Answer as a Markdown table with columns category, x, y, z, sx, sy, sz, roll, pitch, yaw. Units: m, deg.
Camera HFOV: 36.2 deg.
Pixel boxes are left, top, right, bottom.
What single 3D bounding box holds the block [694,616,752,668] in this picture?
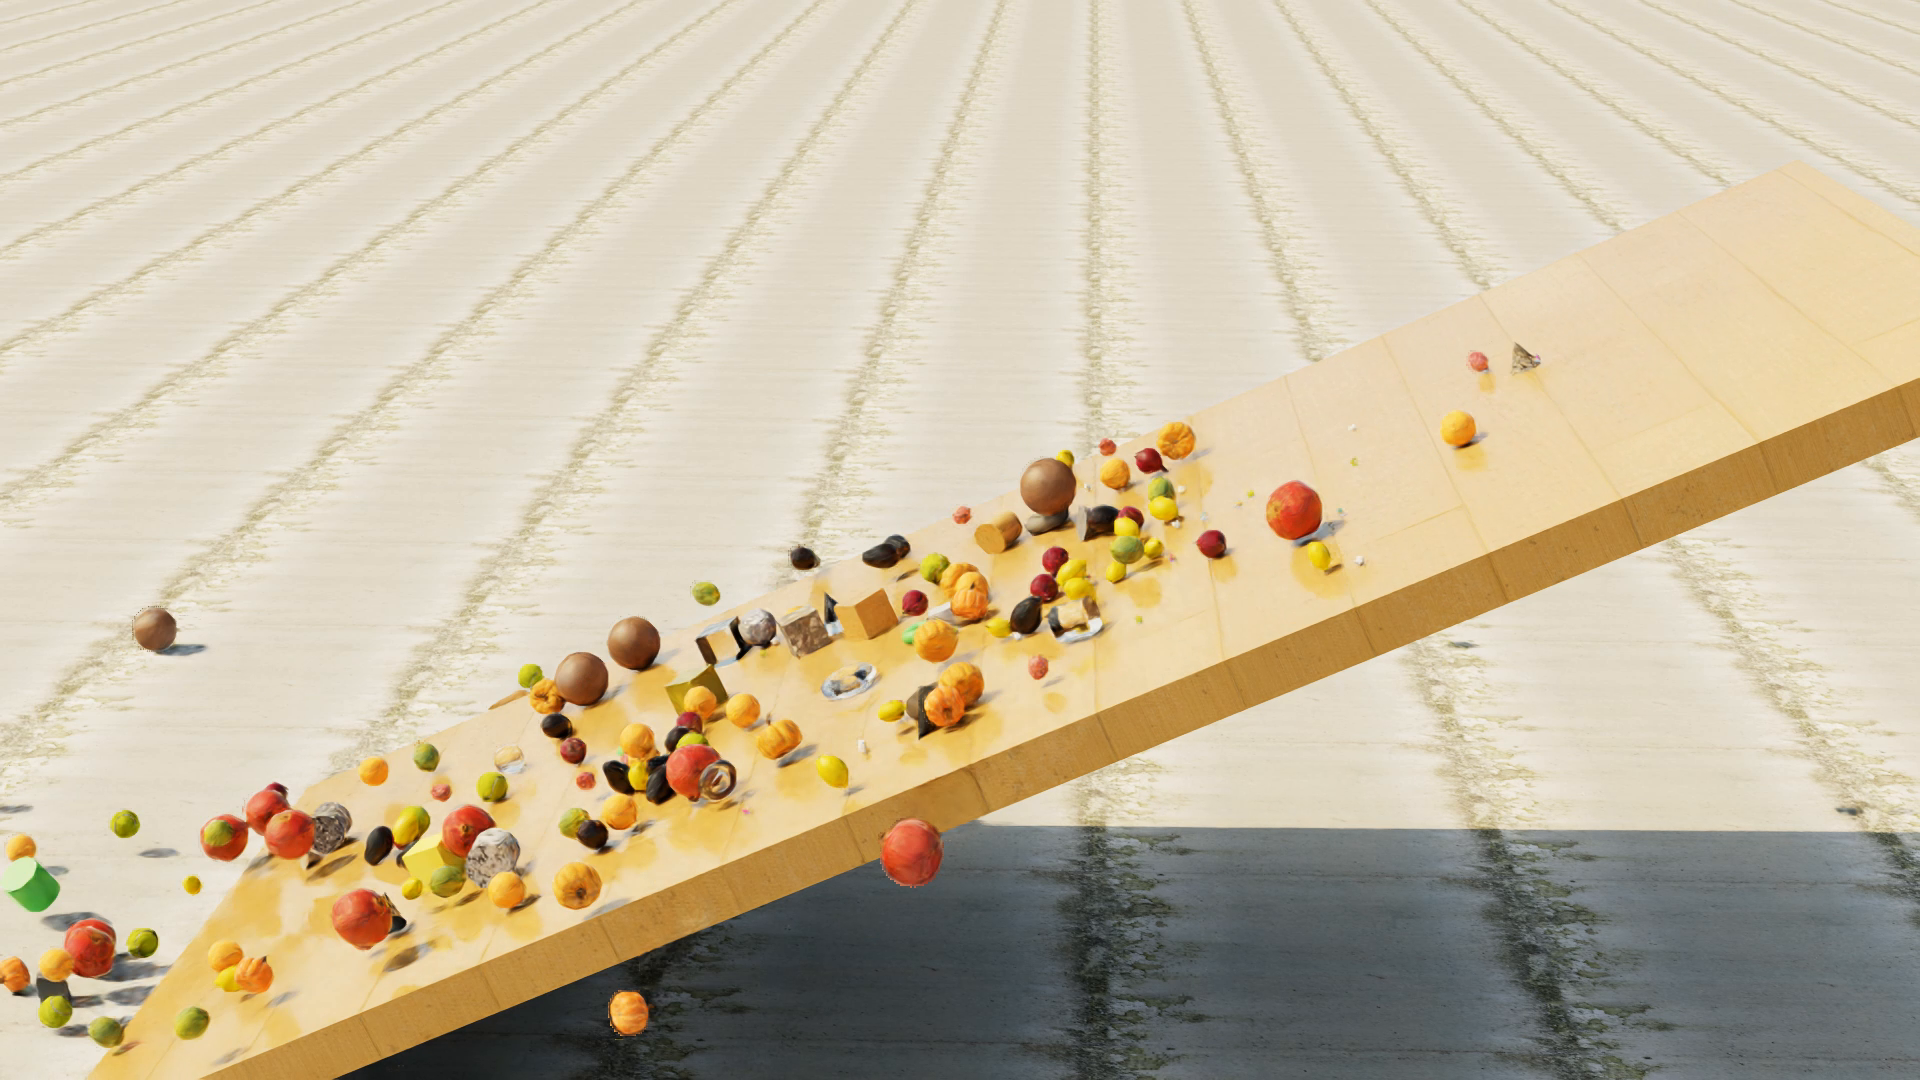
| category | x | y | z | sx | sy | sz | roll | pitch | yaw |
| --- | --- | --- | --- | --- | --- | --- | --- | --- | --- |
| block | -0.550 | 0.240 | 6.849 | 0.083 | 0.083 | 0.083 | -18 | 14 | 27 |

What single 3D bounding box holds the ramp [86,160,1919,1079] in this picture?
| category | x | y | z | sx | sy | sz | roll | pitch | yaw |
| --- | --- | --- | --- | --- | --- | --- | --- | --- | --- |
| ramp | 0.132 | 0.170 | 6.284 | 4.000 | 0.100 | 2.000 | -23 | 13 | 8 |

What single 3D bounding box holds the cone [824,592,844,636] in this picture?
| category | x | y | z | sx | sy | sz | roll | pitch | yaw |
| --- | --- | --- | --- | --- | --- | --- | --- | --- | --- |
| cone | -0.288 | 0.158 | 6.681 | 0.089 | 0.089 | 0.089 | -23 | 13 | 6 |

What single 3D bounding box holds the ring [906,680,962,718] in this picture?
| category | x | y | z | sx | sy | sz | roll | pitch | yaw |
| --- | --- | --- | --- | --- | --- | --- | --- | --- | --- |
| ring | -0.051 | 0.311 | 5.737 | 0.120 | 0.040 | 0.120 | -23 | 13 | 6 |

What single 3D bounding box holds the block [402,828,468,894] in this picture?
| category | x | y | z | sx | sy | sz | roll | pitch | yaw |
| --- | --- | --- | --- | --- | --- | --- | --- | --- | --- |
| block | -1.086 | 0.667 | 6.110 | 0.087 | 0.087 | 0.087 | -19 | 14 | 23 |

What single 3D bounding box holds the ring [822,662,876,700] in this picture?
| category | x | y | z | sx | sy | sz | roll | pitch | yaw |
| --- | --- | --- | --- | --- | --- | --- | --- | --- | --- |
| ring | -0.232 | 0.295 | 6.138 | 0.123 | 0.041 | 0.123 | -22 | 14 | 6 |

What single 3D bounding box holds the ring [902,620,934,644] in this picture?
| category | x | y | z | sx | sy | sz | roll | pitch | yaw |
| --- | --- | --- | --- | --- | --- | --- | --- | --- | --- |
| ring | -0.085 | 0.196 | 6.293 | 0.083 | 0.028 | 0.083 | -24 | 11 | 5 |

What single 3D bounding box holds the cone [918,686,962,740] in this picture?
| category | x | y | z | sx | sy | sz | roll | pitch | yaw |
| --- | --- | --- | --- | --- | --- | --- | --- | --- | --- |
| cone | -0.059 | 0.343 | 5.617 | 0.094 | 0.094 | 0.094 | 11 | 61 | 35 |

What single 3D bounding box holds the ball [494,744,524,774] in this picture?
| category | x | y | z | sx | sy | sz | roll | pitch | yaw |
| --- | --- | --- | --- | --- | --- | --- | --- | --- | --- |
| ball | -1.029 | 0.501 | 6.715 | 0.070 | 0.070 | 0.070 | 0 | 15 | 0 |

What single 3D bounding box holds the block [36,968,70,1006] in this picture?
| category | x | y | z | sx | sy | sz | roll | pitch | yaw |
| --- | --- | --- | --- | --- | --- | --- | --- | --- | --- |
| block | -1.987 | 0.978 | 6.444 | 0.062 | 0.062 | 0.062 | -11 | 7 | -16 |

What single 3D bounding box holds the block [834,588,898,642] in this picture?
| category | x | y | z | sx | sy | sz | roll | pitch | yaw |
| --- | --- | --- | --- | --- | --- | --- | --- | --- | --- |
| block | -0.207 | 0.165 | 6.510 | 0.087 | 0.087 | 0.087 | -32 | 15 | -30 |

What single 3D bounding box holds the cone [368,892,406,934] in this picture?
| category | x | y | z | sx | sy | sz | roll | pitch | yaw |
| --- | --- | --- | --- | --- | --- | --- | --- | --- | --- |
| cone | -1.151 | 0.737 | 5.892 | 0.076 | 0.076 | 0.076 | -3 | 55 | -12 |

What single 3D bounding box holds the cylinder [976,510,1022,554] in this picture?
| category | x | y | z | sx | sy | sz | roll | pitch | yaw |
| --- | --- | --- | --- | --- | --- | --- | --- | --- | --- |
| cylinder | 0.088 | -0.018 | 6.719 | 0.078 | 0.078 | 0.078 | 9 | 30 | 31 |

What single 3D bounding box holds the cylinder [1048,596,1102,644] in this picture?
| category | x | y | z | sx | sy | sz | roll | pitch | yaw |
| --- | --- | --- | --- | --- | --- | --- | --- | --- | --- |
| cylinder | 0.226 | 0.157 | 5.764 | 0.076 | 0.076 | 0.076 | -18 | 5 | 28 |

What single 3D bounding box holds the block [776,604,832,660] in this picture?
| category | x | y | z | sx | sy | sz | roll | pitch | yaw |
| --- | --- | --- | --- | --- | --- | --- | --- | --- | --- |
| block | -0.351 | 0.206 | 6.615 | 0.084 | 0.084 | 0.084 | -27 | 13 | -10 |

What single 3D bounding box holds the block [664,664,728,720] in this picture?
| category | x | y | z | sx | sy | sz | roll | pitch | yaw |
| --- | --- | --- | --- | --- | --- | --- | --- | --- | --- |
| block | -0.584 | 0.337 | 6.521 | 0.084 | 0.084 | 0.084 | -14 | 17 | 40 |

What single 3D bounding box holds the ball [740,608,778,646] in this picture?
| category | x | y | z | sx | sy | sz | roll | pitch | yaw |
| --- | --- | --- | --- | --- | --- | --- | --- | --- | --- |
| ball | -0.469 | 0.204 | 6.833 | 0.089 | 0.089 | 0.089 | 0 | 15 | 0 |

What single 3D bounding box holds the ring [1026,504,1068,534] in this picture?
| category | x | y | z | sx | sy | sz | roll | pitch | yaw |
| --- | --- | --- | --- | --- | --- | --- | --- | --- | --- |
| ring | 0.200 | -0.048 | 6.730 | 0.107 | 0.036 | 0.107 | -24 | 11 | 5 |

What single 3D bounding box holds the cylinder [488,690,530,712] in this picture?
| category | x | y | z | sx | sy | sz | roll | pitch | yaw |
| --- | --- | --- | --- | --- | --- | --- | --- | --- | --- |
| cylinder | -1.167 | 0.453 | 7.690 | 0.094 | 0.094 | 0.094 | 11 | 28 | 35 |

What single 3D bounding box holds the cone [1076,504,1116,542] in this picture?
| category | x | y | z | sx | sy | sz | roll | pitch | yaw |
| --- | --- | --- | --- | --- | --- | --- | --- | --- | --- |
| cone | 0.307 | -0.037 | 6.484 | 0.082 | 0.082 | 0.082 | 0 | 15 | -12 |

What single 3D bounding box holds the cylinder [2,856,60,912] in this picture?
| category | x | y | z | sx | sy | sz | roll | pitch | yaw |
| --- | --- | --- | --- | --- | --- | --- | --- | --- | --- |
| cylinder | -2.171 | 0.806 | 6.871 | 0.095 | 0.095 | 0.095 | -15 | 46 | 16 |

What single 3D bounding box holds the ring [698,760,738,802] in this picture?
| category | x | y | z | sx | sy | sz | roll | pitch | yaw |
| --- | --- | --- | --- | --- | --- | --- | --- | --- | --- |
| ring | -0.472 | 0.469 | 5.731 | 0.088 | 0.088 | 0.029 | -13 | 31 | -39 |

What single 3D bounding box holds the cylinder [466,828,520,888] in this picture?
| category | x | y | z | sx | sy | sz | roll | pitch | yaw |
| --- | --- | --- | --- | --- | --- | --- | --- | --- | --- |
| cylinder | -0.941 | 0.640 | 5.923 | 0.094 | 0.094 | 0.094 | 0 | 15 | 1 |

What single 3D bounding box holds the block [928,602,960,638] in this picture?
| category | x | y | z | sx | sy | sz | roll | pitch | yaw |
| --- | --- | --- | --- | --- | --- | --- | --- | --- | --- |
| block | -0.033 | 0.169 | 6.251 | 0.051 | 0.051 | 0.051 | -23 | 13 | 9 |

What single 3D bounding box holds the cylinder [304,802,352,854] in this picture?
| category | x | y | z | sx | sy | sz | roll | pitch | yaw |
| --- | --- | --- | --- | --- | --- | --- | --- | --- | --- |
| cylinder | -1.459 | 0.664 | 6.796 | 0.092 | 0.092 | 0.092 | 0 | 15 | -1 |

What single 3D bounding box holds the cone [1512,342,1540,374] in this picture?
| category | x | y | z | sx | sy | sz | roll | pitch | yaw |
| --- | --- | --- | --- | --- | --- | --- | --- | --- | --- |
| cone | 1.186 | -0.393 | 6.228 | 0.065 | 0.065 | 0.065 | -23 | 13 | 6 |

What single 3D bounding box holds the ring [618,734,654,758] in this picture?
| category | x | y | z | sx | sy | sz | roll | pitch | yaw |
| --- | --- | --- | --- | --- | --- | --- | --- | --- | --- |
| ring | -0.708 | 0.449 | 6.423 | 0.087 | 0.029 | 0.087 | -24 | 11 | 5 |
